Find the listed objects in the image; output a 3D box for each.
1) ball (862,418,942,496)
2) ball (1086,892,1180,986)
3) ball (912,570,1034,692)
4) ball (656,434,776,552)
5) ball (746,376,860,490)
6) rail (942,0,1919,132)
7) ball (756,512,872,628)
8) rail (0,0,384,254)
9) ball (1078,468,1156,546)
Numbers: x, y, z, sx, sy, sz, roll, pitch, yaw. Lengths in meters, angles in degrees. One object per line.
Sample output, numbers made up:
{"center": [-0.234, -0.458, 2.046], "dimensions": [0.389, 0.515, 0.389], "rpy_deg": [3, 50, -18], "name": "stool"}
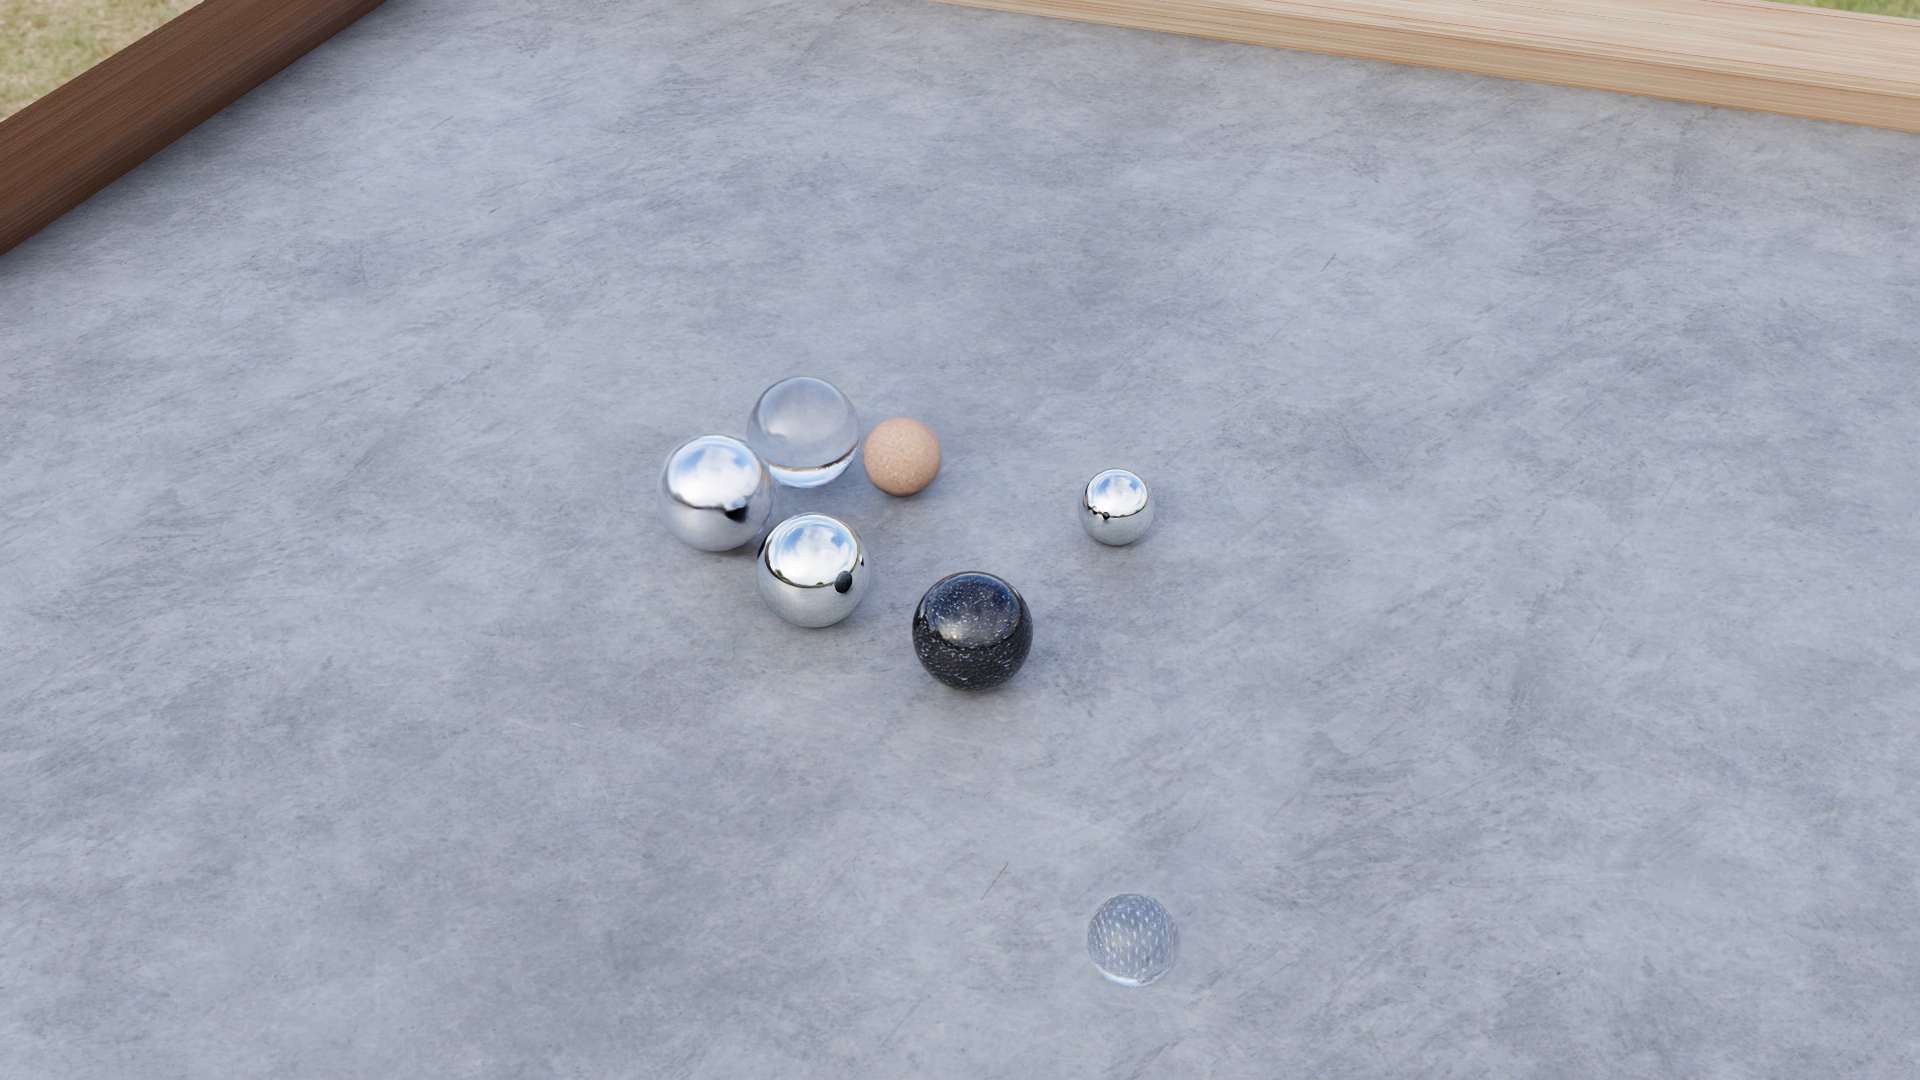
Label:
{"center": [-0.049, -0.070, 2.170], "dimensions": [0.067, 0.067, 0.067], "rpy_deg": [0, 33, 0], "name": "ball"}
{"center": [0.112, 0.259, 1.665], "dimensions": [0.060, 0.060, 0.060], "rpy_deg": [0, 33, 0], "name": "ball"}
{"center": [0.010, 0.069, 1.931], "dimensions": [0.092, 0.092, 0.092], "rpy_deg": [0, 33, 0], "name": "ball"}
{"center": [-0.199, -0.039, 2.094], "dimensions": [0.096, 0.096, 0.096], "rpy_deg": [0, 33, 0], "name": "ball"}
{"center": [-0.133, -0.091, 2.175], "dimensions": [0.097, 0.097, 0.097], "rpy_deg": [0, 33, 0], "name": "ball"}
{"center": [1.439, -0.411, 2.643], "dimensions": [4.416, 0.125, 0.045], "rpy_deg": [11, 34, 17], "name": "rail"}
{"center": [-0.115, 0.023, 2.003], "dimensions": [0.090, 0.090, 0.090], "rpy_deg": [0, 33, 0], "name": "ball"}
{"center": [-1.015, -0.219, 2.344], "dimensions": [0.045, 0.125, 2.396], "rpy_deg": [11, 34, 17], "name": "rail"}
{"center": [0.128, -0.027, 2.106], "dimensions": [0.064, 0.064, 0.064], "rpy_deg": [0, 33, 0], "name": "ball"}
